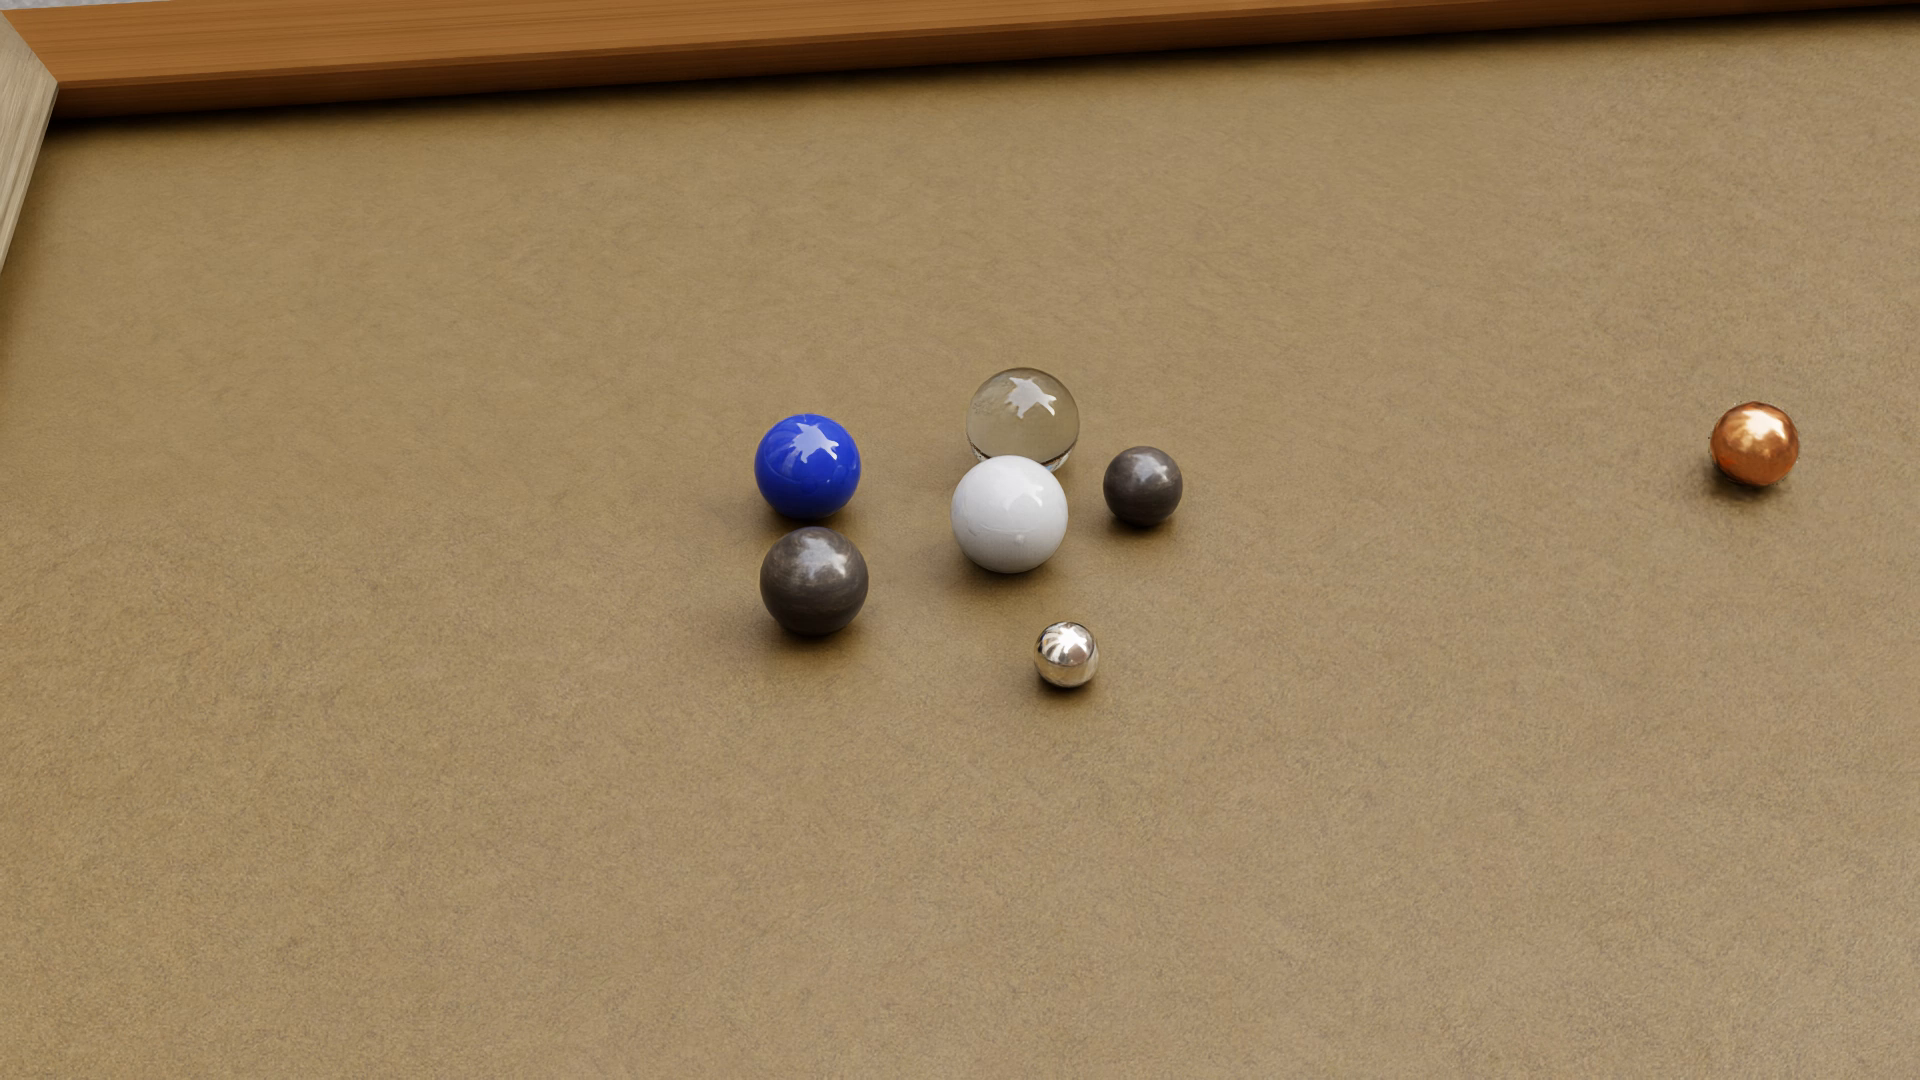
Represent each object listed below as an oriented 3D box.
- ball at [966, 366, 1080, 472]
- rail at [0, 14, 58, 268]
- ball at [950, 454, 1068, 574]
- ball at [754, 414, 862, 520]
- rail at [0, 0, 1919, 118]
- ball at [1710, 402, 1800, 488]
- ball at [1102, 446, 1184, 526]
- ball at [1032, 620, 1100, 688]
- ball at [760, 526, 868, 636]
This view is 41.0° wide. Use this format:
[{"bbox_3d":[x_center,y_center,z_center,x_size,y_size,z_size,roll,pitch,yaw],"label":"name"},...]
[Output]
[{"bbox_3d":[0.043,-0.080,1.764,0.078,0.078,0.078,0,36,0],"label":"ball"},{"bbox_3d":[-0.678,0.042,1.574,0.045,0.102,1.550,-5,36,-7],"label":"rail"},{"bbox_3d":[0.032,-0.017,1.677,0.078,0.078,0.078,0,36,0],"label":"ball"},{"bbox_3d":[-0.102,-0.049,1.726,0.072,0.072,0.072,0,36,0],"label":"ball"},{"bbox_3d":[0.594,-0.510,2.338,2.833,0.102,0.045,-5,36,-7],"label":"rail"},{"bbox_3d":[0.546,-0.065,1.761,0.058,0.058,0.058,0,36,0],"label":"ball"},{"bbox_3d":[0.123,-0.036,1.724,0.054,0.054,0.054,0,36,0],"label":"ball"},{"bbox_3d":[0.066,0.071,1.586,0.042,0.042,0.042,0,36,0],"label":"ball"},{"bbox_3d":[-0.092,0.026,1.625,0.069,0.069,0.069,0,36,0],"label":"ball"}]
